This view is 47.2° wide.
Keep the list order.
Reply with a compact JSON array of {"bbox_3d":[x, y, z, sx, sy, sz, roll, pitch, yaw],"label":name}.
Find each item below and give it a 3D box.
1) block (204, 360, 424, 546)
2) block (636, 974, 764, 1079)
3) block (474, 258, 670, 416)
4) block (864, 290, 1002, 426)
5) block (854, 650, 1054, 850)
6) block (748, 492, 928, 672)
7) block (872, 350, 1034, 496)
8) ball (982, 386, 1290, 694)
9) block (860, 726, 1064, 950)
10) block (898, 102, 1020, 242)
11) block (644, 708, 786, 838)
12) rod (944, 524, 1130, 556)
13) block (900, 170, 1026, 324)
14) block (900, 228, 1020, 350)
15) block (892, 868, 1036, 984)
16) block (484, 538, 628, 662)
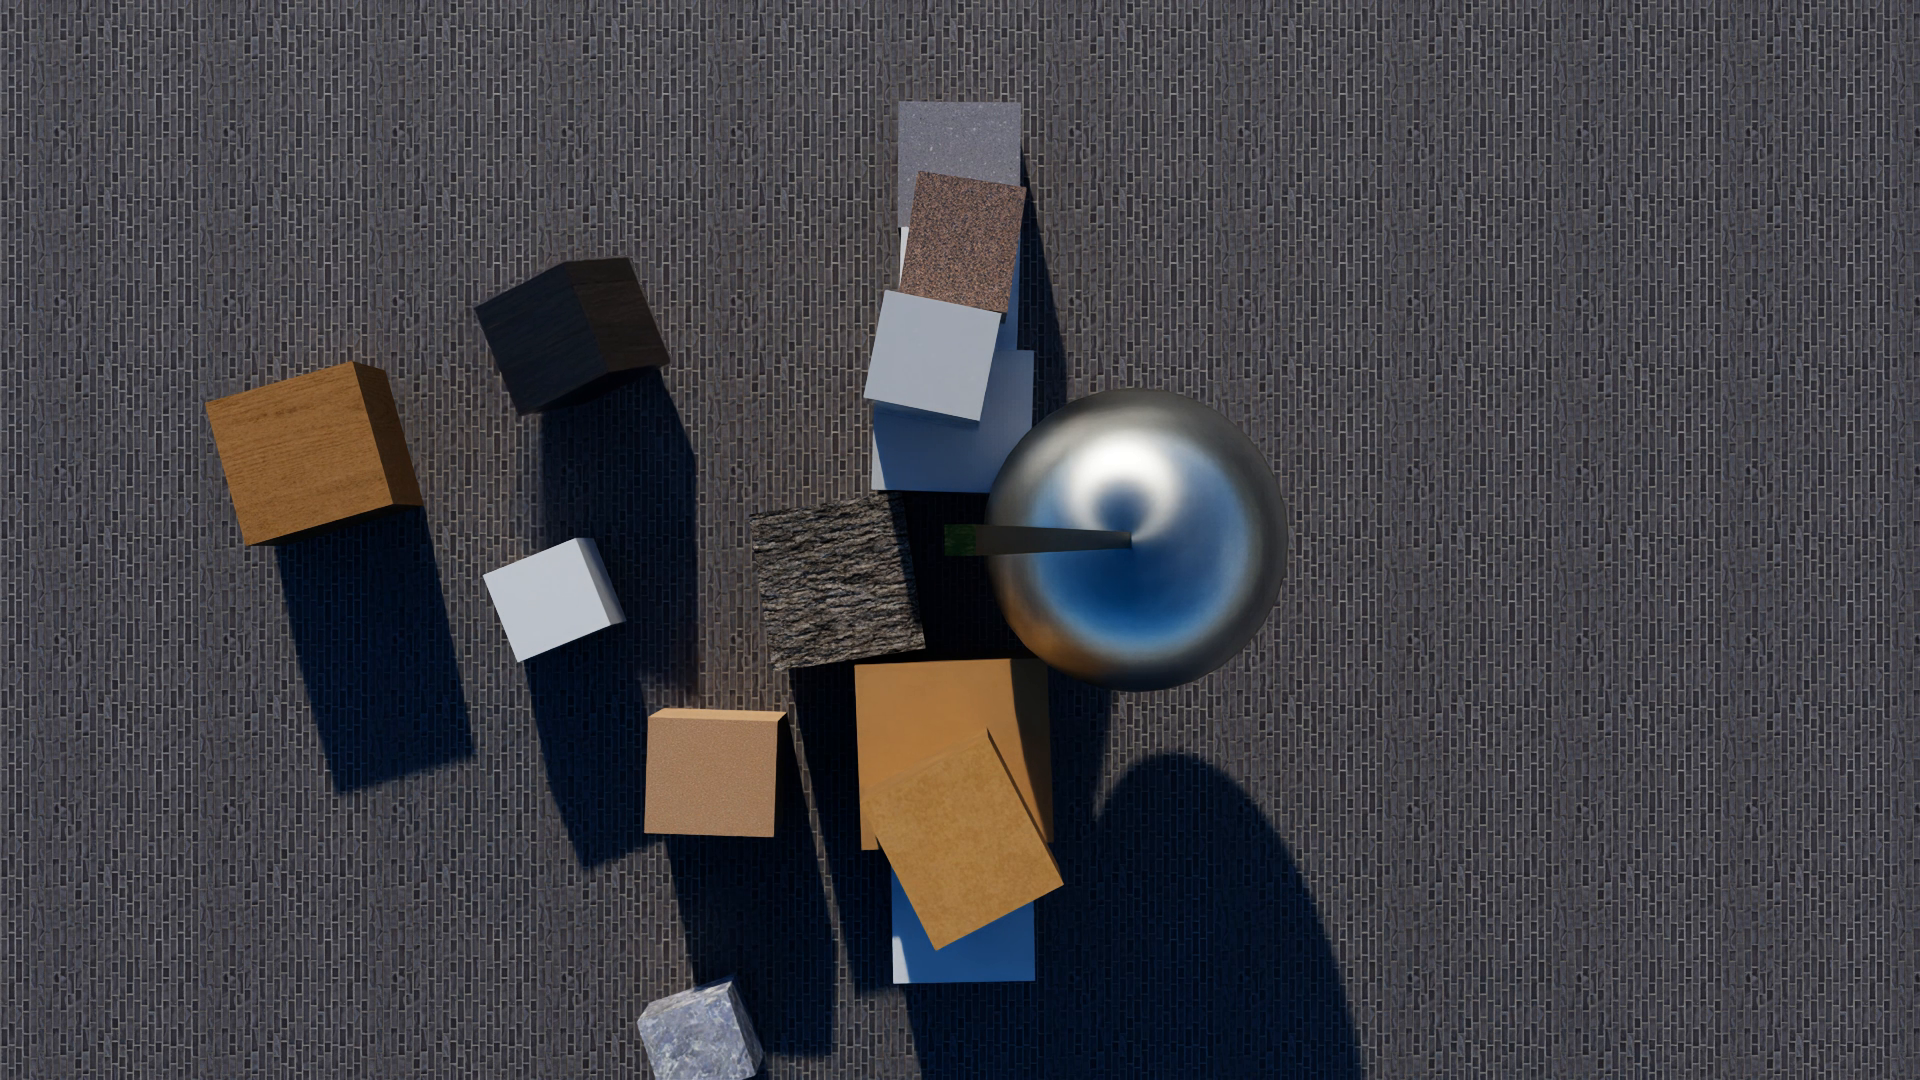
[{"bbox_3d":[-3.694,-0.484,12.644,0.857,0.712,0.833,-16,90,0],"label":"block"},{"bbox_3d":[-1.497,2.885,12.735,0.542,0.530,0.504,-19,90,0],"label":"block"},{"bbox_3d":[-2.204,-1.166,12.553,0.652,0.692,0.658,-22,90,23],"label":"block"},{"bbox_3d":[-0.144,-0.963,11.761,0.618,0.596,0.572,12,90,0],"label":"block"},{"bbox_3d":[-0.031,1.167,12.498,1.051,1.003,1.008,-2,90,0],"label":"block"},{"bbox_3d":[-0.673,0.227,12.525,0.849,0.951,0.872,-9,90,0],"label":"block"},{"bbox_3d":[-0.040,-0.658,12.529,0.869,0.941,0.788,2,90,0],"label":"block"},{"bbox_3d":[0.915,0.000,11.517,1.600,1.600,1.600,0,90,0],"label":"ball"},{"bbox_3d":[0.010,1.562,11.638,0.741,0.717,0.847,-27,90,0],"label":"block"},{"bbox_3d":[-0.004,-2.100,12.658,0.683,0.684,0.707,1,90,0],"label":"block"},{"bbox_3d":[-1.397,1.330,12.665,0.726,0.670,0.651,2,90,0],"label":"block"},{"bbox_3d":[0.396,0.000,8.157,0.080,5.200,0.080,0,90,9],"label":"rod"},{"bbox_3d":[0.014,-1.587,11.993,0.586,0.600,0.674,9,90,0],"label":"block"},{"bbox_3d":[-0.005,-1.396,12.647,0.667,0.707,0.687,2,90,0],"label":"block"},{"bbox_3d":[0.016,2.071,12.625,0.790,0.749,0.785,-1,90,0],"label":"block"},{"bbox_3d":[-2.328,0.339,12.693,0.563,0.613,0.529,-22,90,0],"label":"block"}]
